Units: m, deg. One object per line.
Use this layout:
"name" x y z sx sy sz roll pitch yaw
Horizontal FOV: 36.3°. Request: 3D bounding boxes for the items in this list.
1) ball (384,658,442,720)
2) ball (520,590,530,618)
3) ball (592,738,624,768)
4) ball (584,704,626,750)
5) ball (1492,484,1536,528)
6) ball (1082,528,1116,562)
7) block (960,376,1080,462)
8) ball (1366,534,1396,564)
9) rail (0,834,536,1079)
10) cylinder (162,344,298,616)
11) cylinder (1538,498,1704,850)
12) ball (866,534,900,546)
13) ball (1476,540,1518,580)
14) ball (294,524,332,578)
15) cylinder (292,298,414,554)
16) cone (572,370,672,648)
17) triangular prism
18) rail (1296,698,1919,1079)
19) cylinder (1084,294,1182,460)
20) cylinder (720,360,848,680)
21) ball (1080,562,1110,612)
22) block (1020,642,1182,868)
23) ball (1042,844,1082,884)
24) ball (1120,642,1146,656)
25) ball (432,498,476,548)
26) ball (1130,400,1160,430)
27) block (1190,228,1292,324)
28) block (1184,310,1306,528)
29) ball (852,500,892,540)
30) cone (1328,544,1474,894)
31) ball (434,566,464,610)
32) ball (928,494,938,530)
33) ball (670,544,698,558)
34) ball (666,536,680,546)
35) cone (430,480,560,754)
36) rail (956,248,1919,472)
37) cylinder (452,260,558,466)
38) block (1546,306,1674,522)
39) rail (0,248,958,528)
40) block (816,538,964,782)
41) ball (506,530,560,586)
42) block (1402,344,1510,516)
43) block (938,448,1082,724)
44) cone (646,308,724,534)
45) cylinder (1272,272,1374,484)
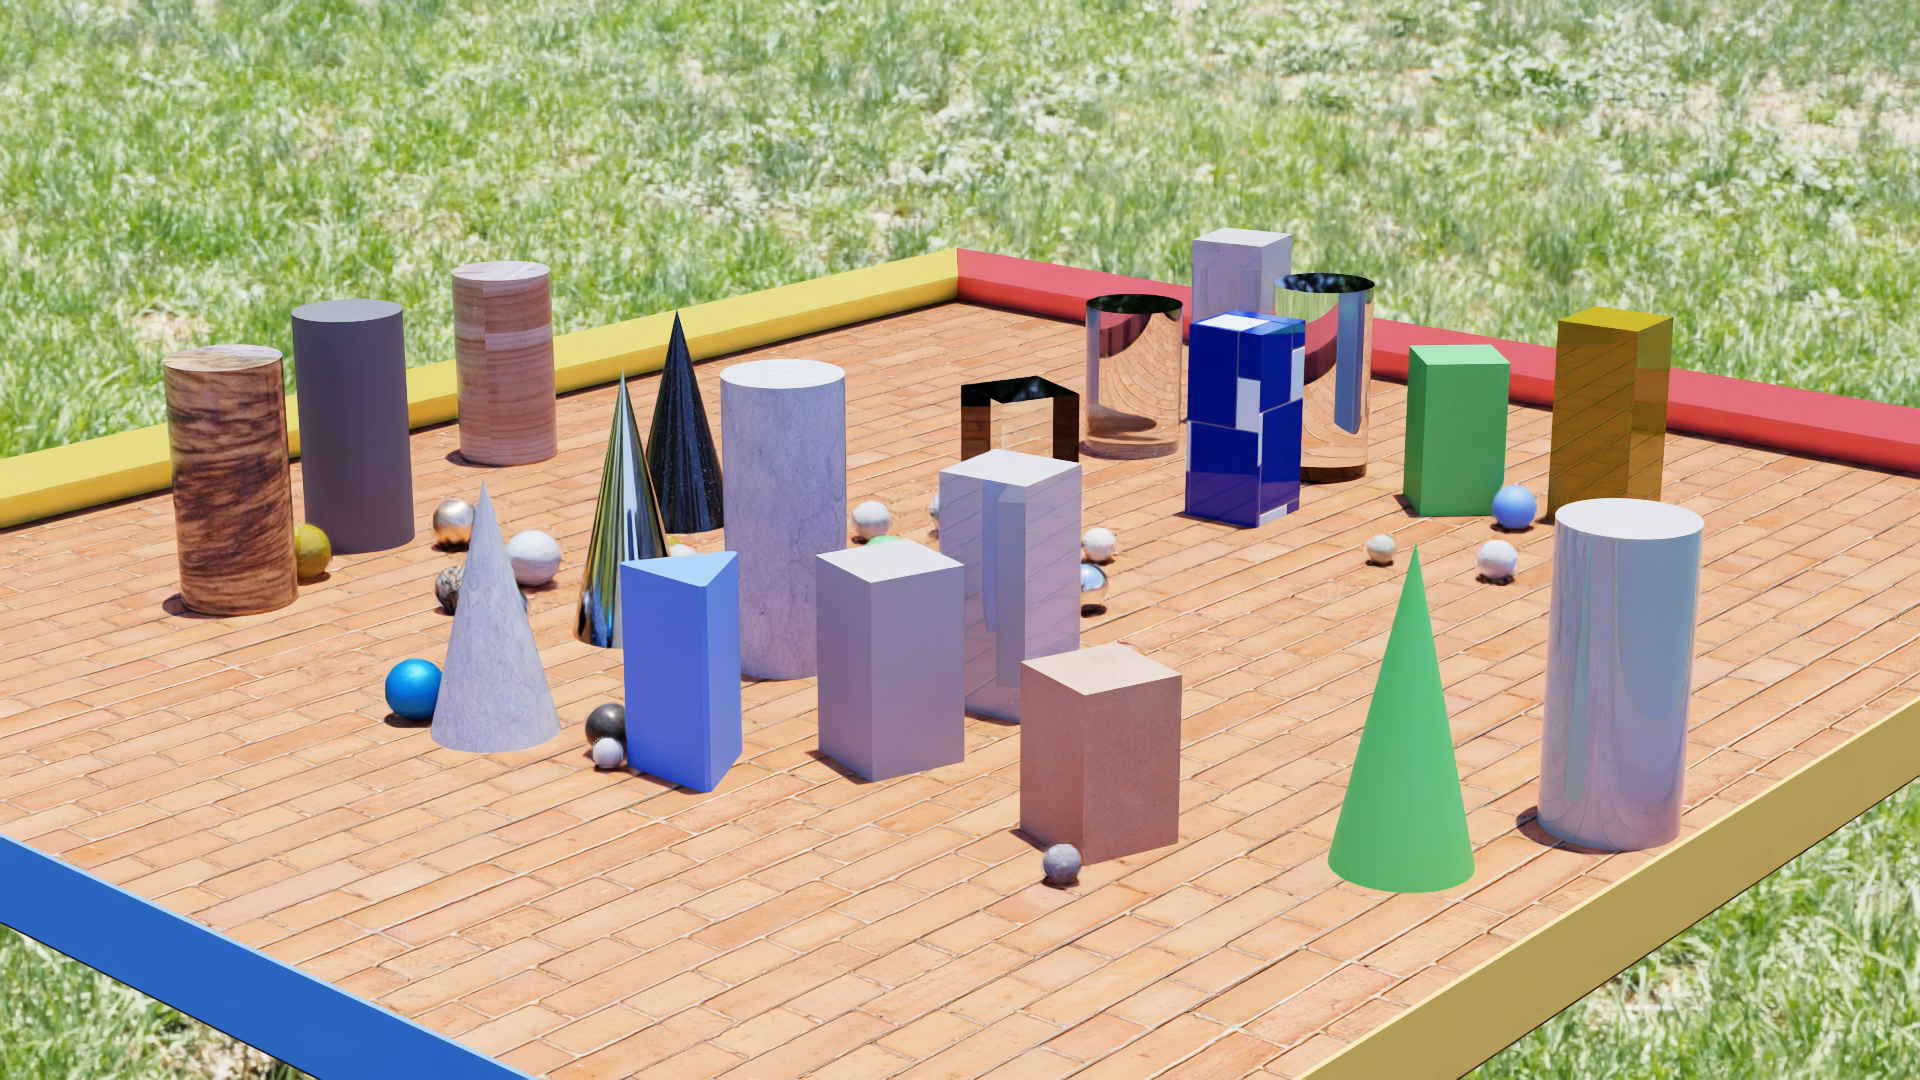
"ball" -0.840 0.230 4.526 0.095 0.095 0.095 0 17 0
"ball" -0.761 0.116 4.939 0.075 0.075 0.075 0 17 0
"ball" -0.519 0.315 4.330 0.046 0.046 0.046 0 17 0
"ball" -0.522 0.283 4.382 0.077 0.077 0.077 0 17 0
"ball" 1.044 -0.063 5.520 0.083 0.083 0.083 0 17 0
"ball" 0.252 0.008 5.319 0.063 0.063 0.063 0 17 0
"block" 0.109 -0.131 5.373 0.159 0.298 0.159 -8 19 -26
"ball" 0.763 0.016 5.309 0.053 0.053 0.053 0 17 0
"rail" -1.210 0.434 3.786 3.271 0.129 0.045 14 22 39
"cylinder" -1.255 -0.104 5.050 0.199 0.432 0.199 0 17 0
"cylinder" 0.913 0.185 4.065 0.199 0.448 0.199 0 17 0
"ball" -0.130 0.039 5.162 0.095 0.095 0.095 0 17 0
"ball" 0.955 0.035 5.212 0.073 0.073 0.073 0 17 0
"ball" -1.168 0.020 5.220 0.098 0.098 0.098 0 17 0
"cylinder" -1.117 -0.211 5.404 0.199 0.433 0.199 0 17 0
"cone" -0.555 -0.064 4.885 0.199 0.452 0.199 0 17 0
"triangular prism" -0.379 0.183 4.303 0.172 0.313 0.149 14 22 39
"rail" 1.217 0.337 4.108 0.045 0.129 3.738 14 22 39
"cylinder" 0.358 -0.339 6.055 0.199 0.303 0.199 0 17 0
"cylinder" -0.282 -0.035 4.737 0.199 0.481 0.199 0 17 0
"ball" 0.215 0.080 5.043 0.084 0.084 0.084 0 17 0
"block" 0.193 0.294 4.049 0.159 0.248 0.159 -10 19 -30
"ball" 0.137 0.433 3.926 0.053 0.053 0.053 0 17 0
"ball" 0.261 0.201 4.653 0.077 0.077 0.077 0 17 0
"ball" -0.928 -0.031 5.404 0.089 0.089 0.089 0 17 0
"ball" 0.392 -0.266 6.229 0.063 0.063 0.063 0 17 0
"block" 0.600 -0.454 6.276 0.159 0.395 0.159 9 19 28
"block" 0.542 -0.233 5.581 0.159 0.372 0.159 12 21 35
"ball" -0.164 -0.036 5.447 0.074 0.074 0.074 0 17 0
"cone" 0.600 0.221 3.925 0.199 0.459 0.199 0 17 0
"ball" -0.865 0.082 5.048 0.077 0.077 0.077 0 17 0
"ball" -0.014 -0.053 5.479 0.088 0.088 0.088 0 17 0
"ball" -0.480 0.045 5.020 0.073 0.073 0.073 0 17 0
"ball" -0.527 0.024 5.269 0.062 0.062 0.062 0 17 0
"cone" -0.711 0.099 4.431 0.199 0.402 0.199 0 17 0
"rail" 1.210 -0.369 6.454 3.271 0.129 0.045 14 22 39
"cylinder" -0.929 -0.361 5.987 0.199 0.385 0.199 0 17 0
"block" 1.227 -0.228 5.538 0.159 0.389 0.159 12 21 35
"rail" -1.217 -0.272 6.132 0.045 0.129 3.738 14 22 39
"block" -0.103 0.176 4.340 0.159 0.306 0.159 -10 20 -31
"ball" -0.755 0.032 5.176 0.099 0.099 0.099 0 17 0
"block" 0.954 -0.212 5.642 0.159 0.298 0.159 -1 17 -3
"block" 0.078 0.070 4.564 0.159 0.380 0.159 11 20 33
"cone" -0.528 -0.236 5.528 0.199 0.410 0.199 0 17 0
"cylinder" 0.722 -0.325 5.866 0.199 0.385 0.199 0 17 0
